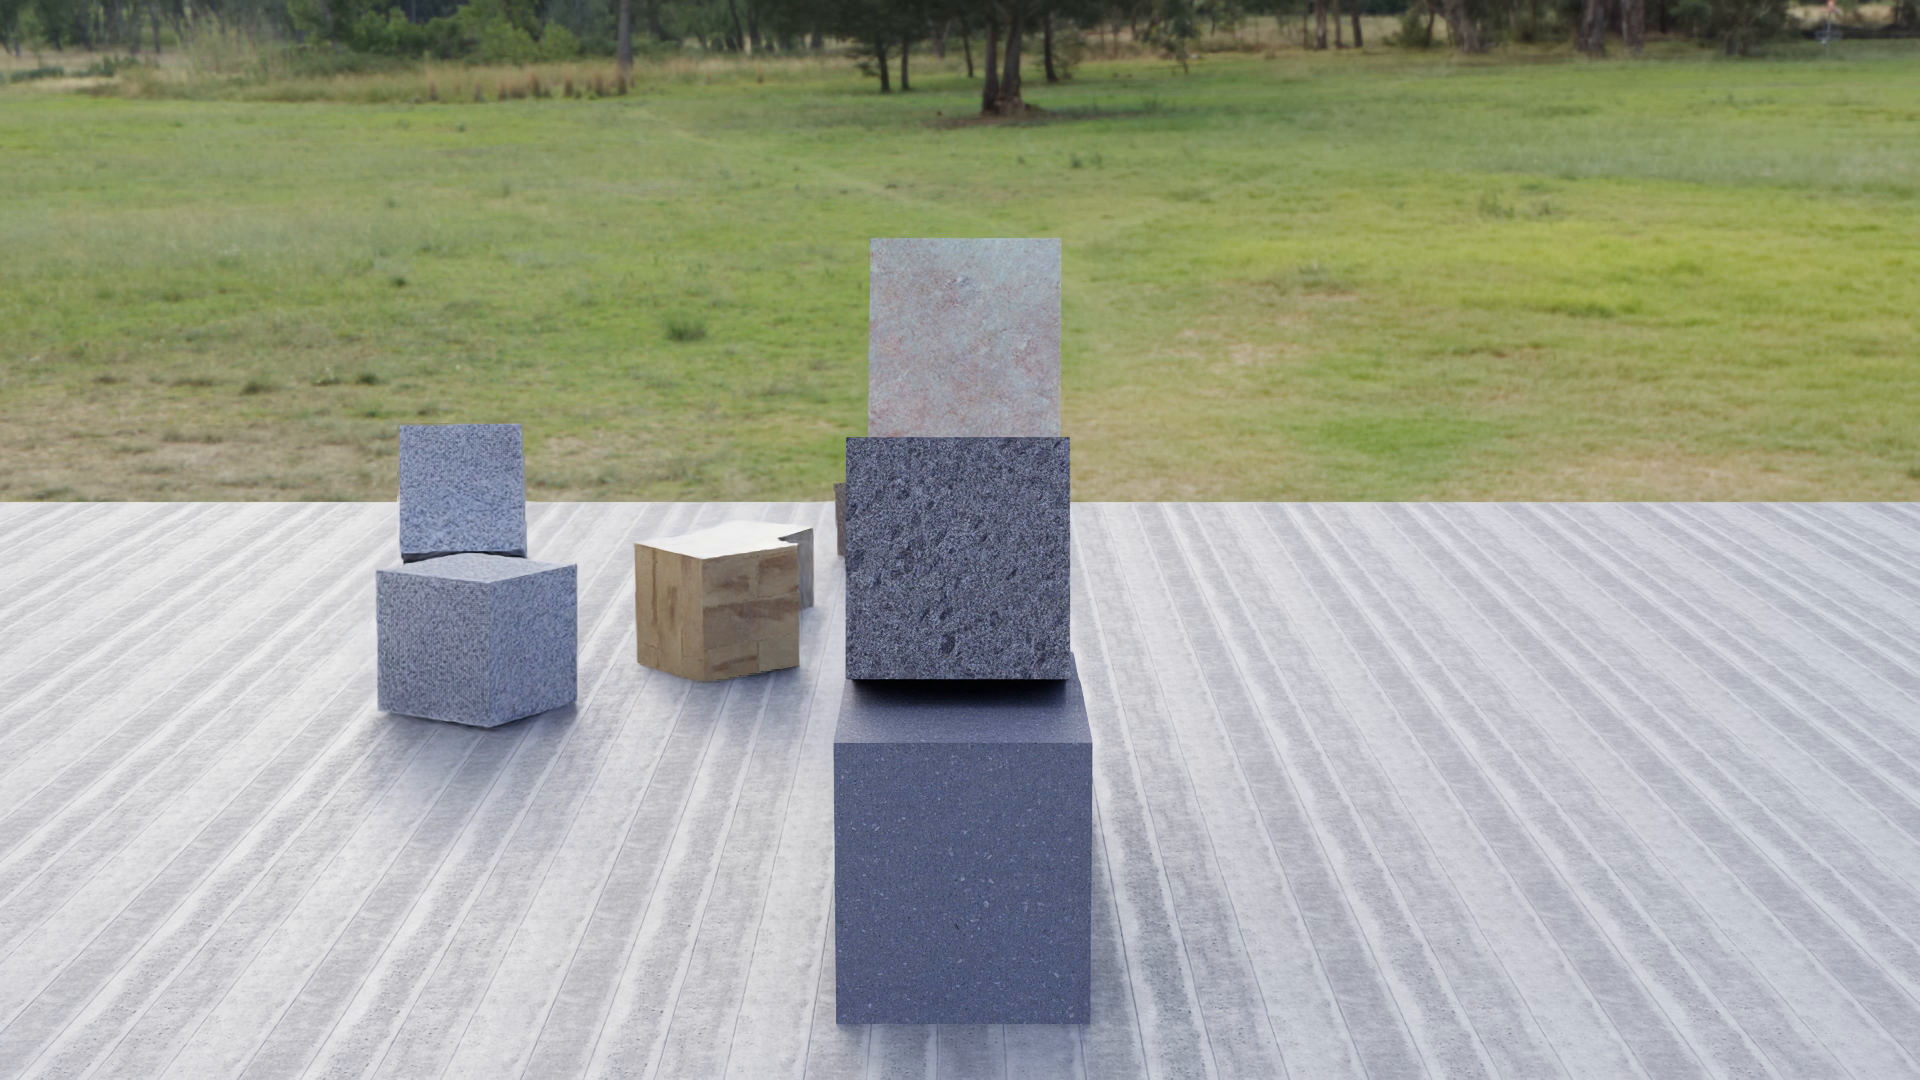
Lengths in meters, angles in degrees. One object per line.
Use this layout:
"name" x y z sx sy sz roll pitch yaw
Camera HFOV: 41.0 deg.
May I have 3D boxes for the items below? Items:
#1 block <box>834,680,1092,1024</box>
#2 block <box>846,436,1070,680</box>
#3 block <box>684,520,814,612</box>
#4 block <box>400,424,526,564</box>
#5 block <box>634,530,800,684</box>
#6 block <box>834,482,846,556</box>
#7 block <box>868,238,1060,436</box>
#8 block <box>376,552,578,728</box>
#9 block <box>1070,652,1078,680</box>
"block" 0.011 1.189 9.994 0.952 1.086 0.995 0 10 0
"block" -0.004 0.098 10.406 0.867 0.936 1.004 0 -3 0
"block" -1.388 0.203 16.961 0.604 0.533 0.637 5 12 27
"block" -3.451 -0.265 17.868 0.820 0.894 0.771 -1 -13 -8
"block" -1.454 0.387 15.361 0.696 0.743 0.700 -9 14 -40
"block" -0.540 -0.167 18.767 0.597 0.531 0.568 -4 2 -19
"block" 0.035 -0.818 11.560 0.831 0.903 0.869 0 -7 2
"block" -2.687 0.540 14.302 0.778 0.789 0.786 5 9 27
"block" 0.013 1.062 11.016 0.985 0.968 1.001 0 10 0
